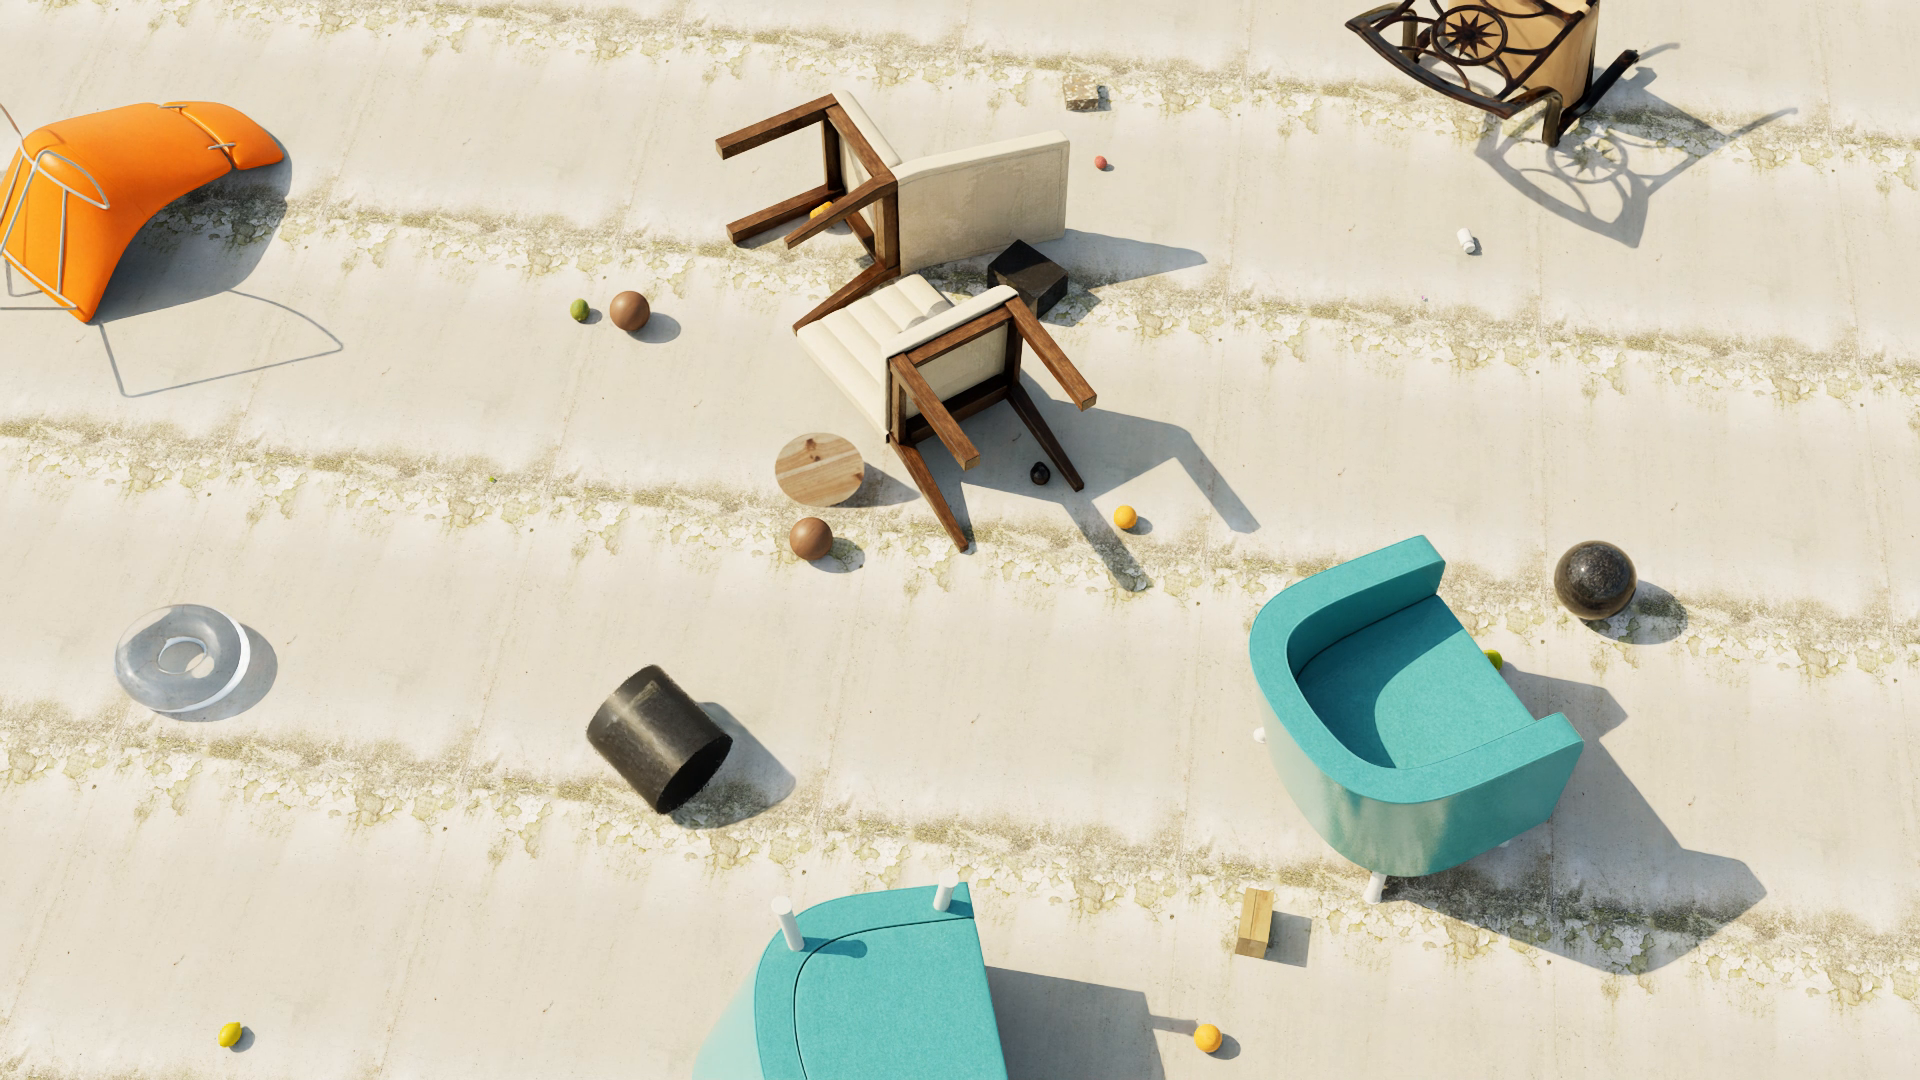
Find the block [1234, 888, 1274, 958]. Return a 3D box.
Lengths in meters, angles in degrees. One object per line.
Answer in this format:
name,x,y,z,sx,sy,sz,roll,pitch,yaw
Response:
block,0.781,1.015,5.827,0.076,0.109,0.145,10,57,7

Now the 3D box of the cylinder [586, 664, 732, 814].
cylinder,-0.833,0.550,6.080,0.308,0.191,0.289,41,87,24

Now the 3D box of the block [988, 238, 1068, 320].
block,0.217,-0.836,7.068,0.209,0.111,0.153,36,63,22

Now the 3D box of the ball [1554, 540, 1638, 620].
ball,1.836,0.116,6.355,0.234,0.234,0.234,0,56,0

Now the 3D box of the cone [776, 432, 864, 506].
cone,-0.404,-0.254,6.680,0.280,0.239,0.209,-16,21,17

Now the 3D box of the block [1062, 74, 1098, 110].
block,0.414,-1.544,7.581,0.109,0.049,0.119,-4,56,-3

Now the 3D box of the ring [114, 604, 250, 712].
ring,-2.227,0.335,6.291,0.394,0.099,0.348,11,58,8
